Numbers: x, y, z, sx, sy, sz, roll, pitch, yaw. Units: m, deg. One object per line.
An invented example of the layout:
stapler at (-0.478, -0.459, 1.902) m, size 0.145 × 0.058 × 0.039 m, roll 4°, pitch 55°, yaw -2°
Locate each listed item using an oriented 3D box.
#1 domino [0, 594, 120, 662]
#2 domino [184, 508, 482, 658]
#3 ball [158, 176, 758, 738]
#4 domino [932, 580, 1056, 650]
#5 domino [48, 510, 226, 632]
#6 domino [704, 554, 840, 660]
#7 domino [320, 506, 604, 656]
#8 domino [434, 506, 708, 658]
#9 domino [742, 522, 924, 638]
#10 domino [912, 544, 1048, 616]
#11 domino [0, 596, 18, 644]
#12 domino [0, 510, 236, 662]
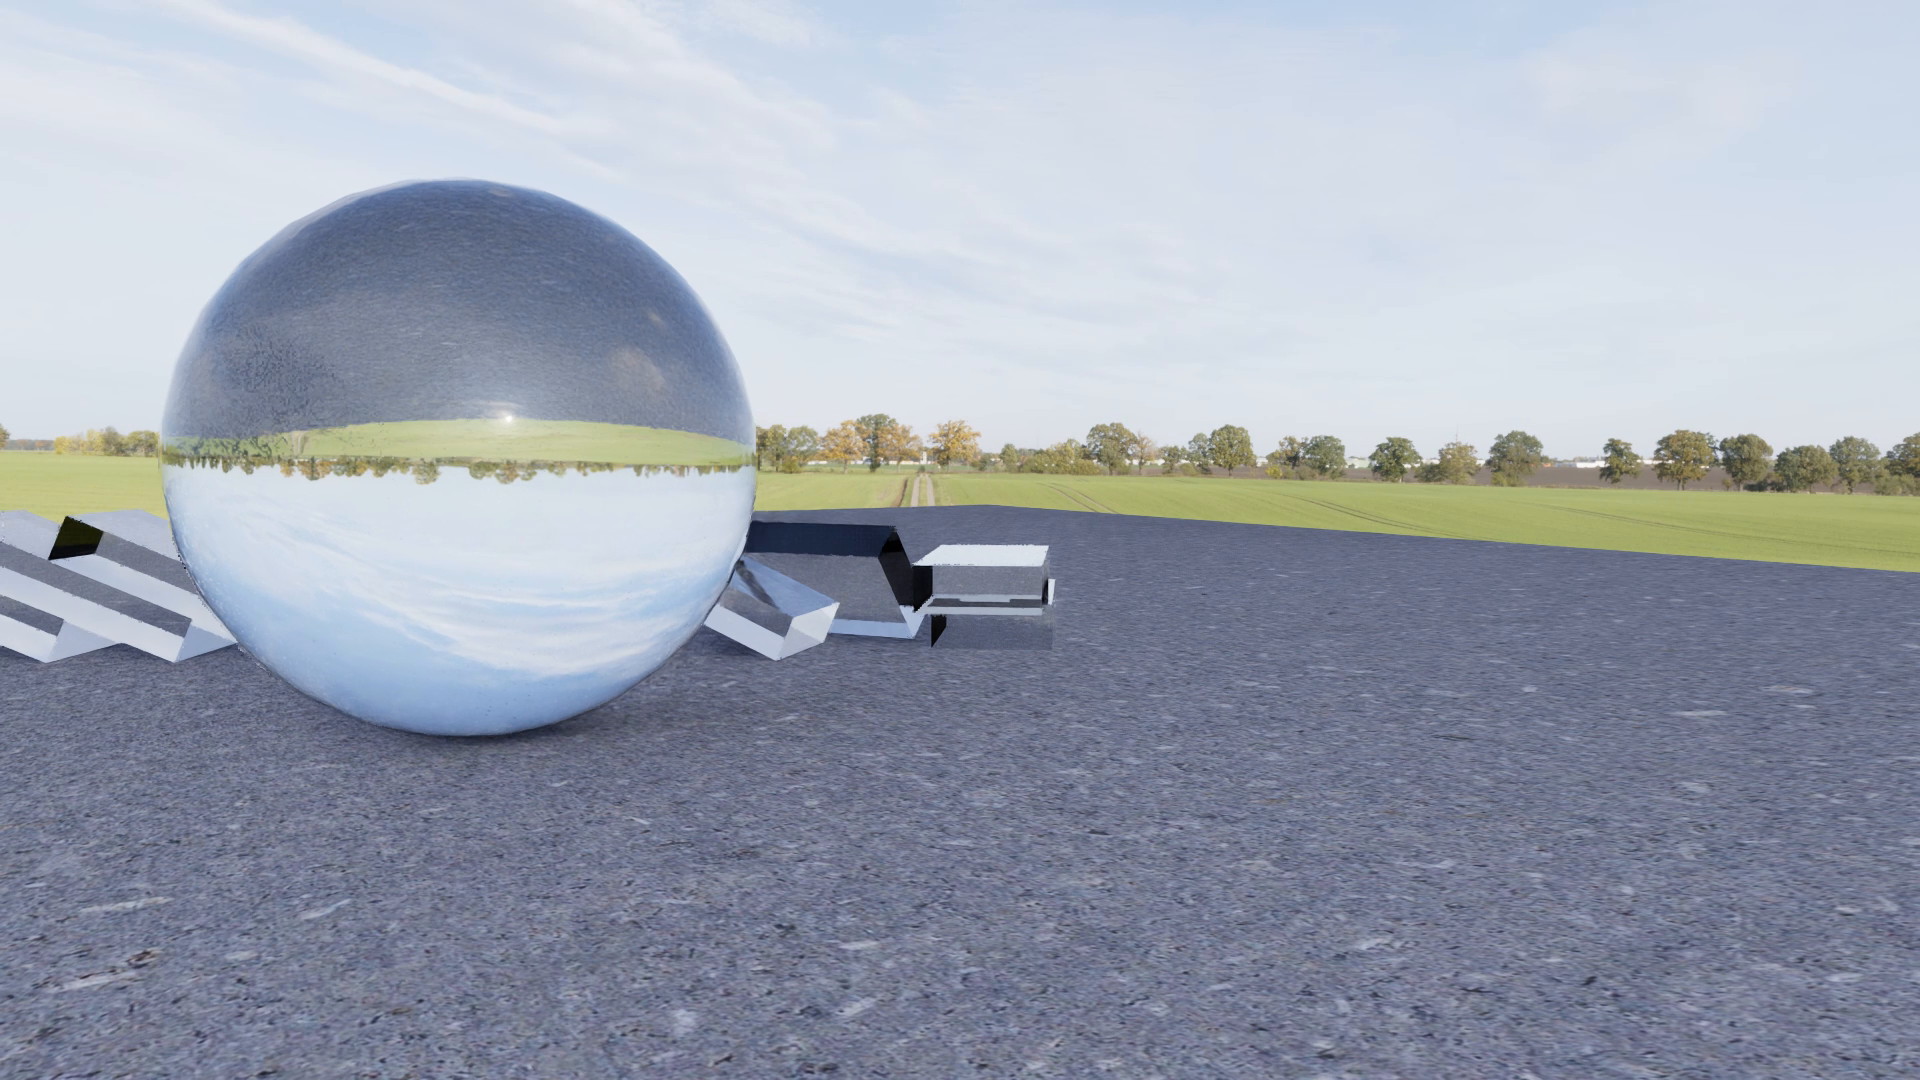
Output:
domino at (-0.199, 0.009, 0.259) m, size 0.050 × 0.010 × 0.025 m, roll 24°, pitch 2°, yaw -6°
domino at (-0.128, 0.008, 0.265) m, size 0.050 × 0.010 × 0.025 m, roll 23°, pitch 2°, yaw -5°
ball at (-0.070, -0.012, 0.187) m, size 0.080 × 0.080 × 0.080 m, roll 0°, pitch 4°, yaw 0°
domino at (0.009, 0.016, 0.290) m, size 0.025 × 0.010 × 0.050 m, roll 0°, pitch 4°, yaw 5°
domino at (-0.151, 0.009, 0.261) m, size 0.050 × 0.009 × 0.025 m, roll 23°, pitch 2°, yaw -5°
domino at (-0.053, 0.008, 0.268) m, size 0.050 × 0.009 × 0.025 m, roll 25°, pitch 10°, yaw 13°
domino at (-0.103, 0.008, 0.269) m, size 0.050 × 0.010 × 0.025 m, roll 24°, pitch 5°, yaw 0°
domino at (-0.080, 0.008, 0.268) m, size 0.050 × 0.009 × 0.025 m, roll 24°, pitch 4°, yaw 0°
domino at (-0.035, 0.008, 0.286) m, size 0.050 × 0.025 × 0.010 m, roll 2°, pitch 45°, yaw 25°
domino at (0.006, 0.008, 0.273) m, size 0.025 × 0.009 × 0.050 m, roll 0°, pitch 4°, yaw 6°
domino at (-0.223, 0.008, 0.258) m, size 0.050 × 0.010 × 0.025 m, roll 24°, pitch 1°, yaw -6°
domino at (-0.175, 0.009, 0.260) m, size 0.050 × 0.010 × 0.025 m, roll 23°, pitch 2°, yaw -5°
